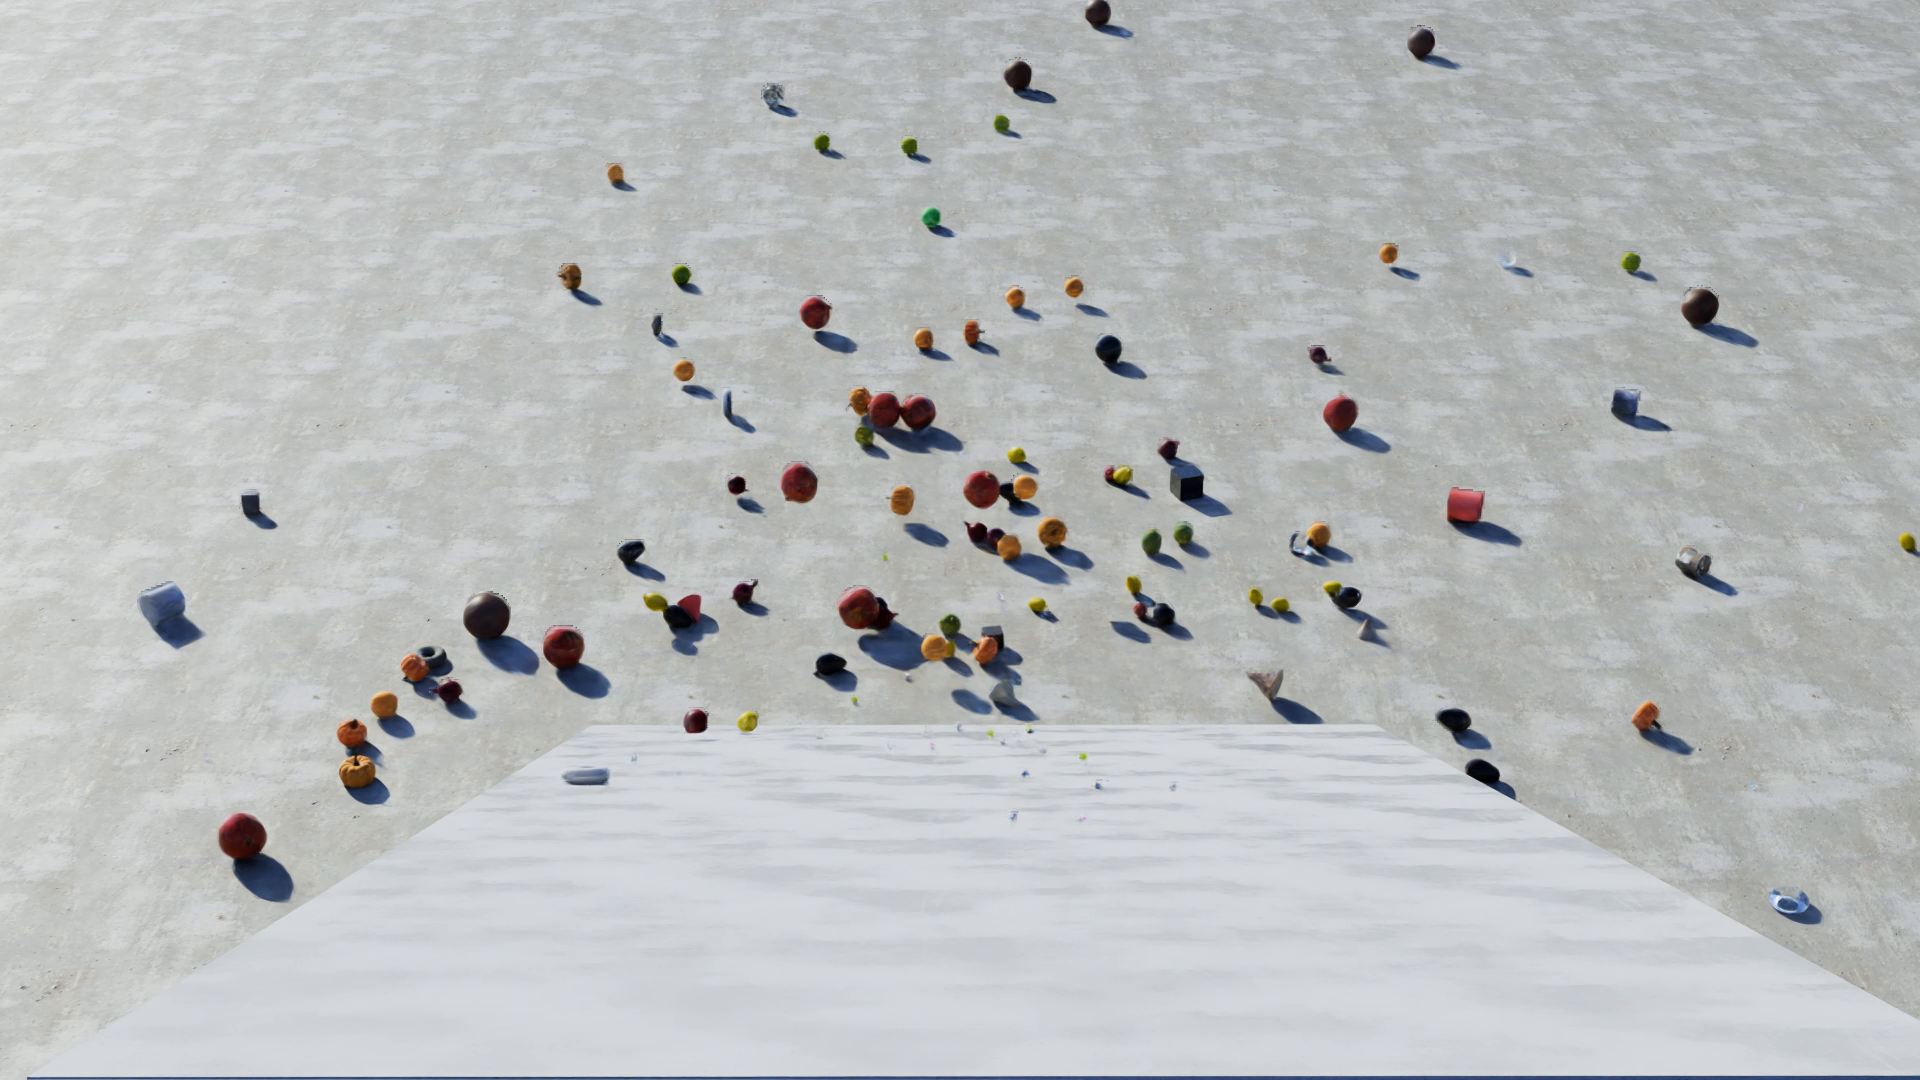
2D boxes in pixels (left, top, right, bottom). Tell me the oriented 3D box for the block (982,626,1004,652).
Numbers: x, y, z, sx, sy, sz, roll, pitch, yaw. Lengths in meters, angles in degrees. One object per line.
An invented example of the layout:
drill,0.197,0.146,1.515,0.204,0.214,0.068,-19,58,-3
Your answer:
block,0.090,0.272,7.118,0.052,0.052,0.052,-5,28,-10

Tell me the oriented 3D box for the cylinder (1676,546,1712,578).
cylinder,2.130,0.064,7.500,0.070,0.070,0.070,-17,32,-30

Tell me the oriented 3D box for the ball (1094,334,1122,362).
ball,0.511,-0.658,8.875,0.096,0.096,0.096,0,27,0

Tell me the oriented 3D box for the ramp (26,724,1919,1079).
ramp,0.062,0.555,4.592,2.000,0.100,4.000,0,1,0

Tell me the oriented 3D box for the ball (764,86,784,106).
ball,-0.823,-1.963,11.411,0.093,0.093,0.093,0,27,0

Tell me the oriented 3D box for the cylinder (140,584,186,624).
cylinder,-2.240,0.179,7.255,0.091,0.091,0.091,22,35,36

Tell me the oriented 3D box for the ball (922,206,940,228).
ball,-0.113,-1.259,10.062,0.077,0.077,0.077,0,27,0

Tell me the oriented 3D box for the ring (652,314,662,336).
ring,-1.067,-0.757,9.093,0.025,0.075,0.075,3,27,2

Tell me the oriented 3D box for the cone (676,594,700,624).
cone,-0.749,0.207,7.264,0.077,0.077,0.077,-15,59,-27

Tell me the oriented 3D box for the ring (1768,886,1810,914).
ring,1.938,0.841,6.038,0.093,0.031,0.093,1,27,-1

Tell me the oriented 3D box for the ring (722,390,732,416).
ring,-0.765,-0.452,8.481,0.029,0.086,0.086,0,27,-4

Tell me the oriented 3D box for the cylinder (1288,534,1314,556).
cylinder,1.007,0.012,7.622,0.052,0.052,0.052,21,34,35

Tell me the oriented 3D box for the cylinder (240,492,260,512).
cylinder,-2.156,-0.116,7.849,0.053,0.053,0.053,-1,17,0

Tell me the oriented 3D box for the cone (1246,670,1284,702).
cone,0.801,0.370,6.869,0.092,0.092,0.092,23,34,22

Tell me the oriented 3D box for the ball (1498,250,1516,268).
ball,2.053,-1.055,9.681,0.065,0.065,0.065,0,27,0

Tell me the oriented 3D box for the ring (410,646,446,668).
ring,-1.450,0.319,7.048,0.097,0.032,0.097,1,28,0

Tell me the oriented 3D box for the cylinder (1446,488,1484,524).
cylinder,1.524,-0.100,7.793,0.093,0.093,0.093,13,30,18

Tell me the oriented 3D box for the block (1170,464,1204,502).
block,0.699,-0.175,7.959,0.077,0.077,0.077,-10,29,-18

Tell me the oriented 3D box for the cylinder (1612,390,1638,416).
cylinder,2.185,-0.452,8.485,0.077,0.077,0.077,9,28,11

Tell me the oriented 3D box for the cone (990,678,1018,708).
cone,0.131,0.421,6.848,0.076,0.076,0.076,-24,62,-39

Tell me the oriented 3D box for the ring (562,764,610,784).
ring,-0.765,0.478,5.269,0.098,0.033,0.098,1,1,0

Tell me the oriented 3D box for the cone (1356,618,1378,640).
cone,1.133,0.238,7.177,0.058,0.058,0.058,0,27,0
